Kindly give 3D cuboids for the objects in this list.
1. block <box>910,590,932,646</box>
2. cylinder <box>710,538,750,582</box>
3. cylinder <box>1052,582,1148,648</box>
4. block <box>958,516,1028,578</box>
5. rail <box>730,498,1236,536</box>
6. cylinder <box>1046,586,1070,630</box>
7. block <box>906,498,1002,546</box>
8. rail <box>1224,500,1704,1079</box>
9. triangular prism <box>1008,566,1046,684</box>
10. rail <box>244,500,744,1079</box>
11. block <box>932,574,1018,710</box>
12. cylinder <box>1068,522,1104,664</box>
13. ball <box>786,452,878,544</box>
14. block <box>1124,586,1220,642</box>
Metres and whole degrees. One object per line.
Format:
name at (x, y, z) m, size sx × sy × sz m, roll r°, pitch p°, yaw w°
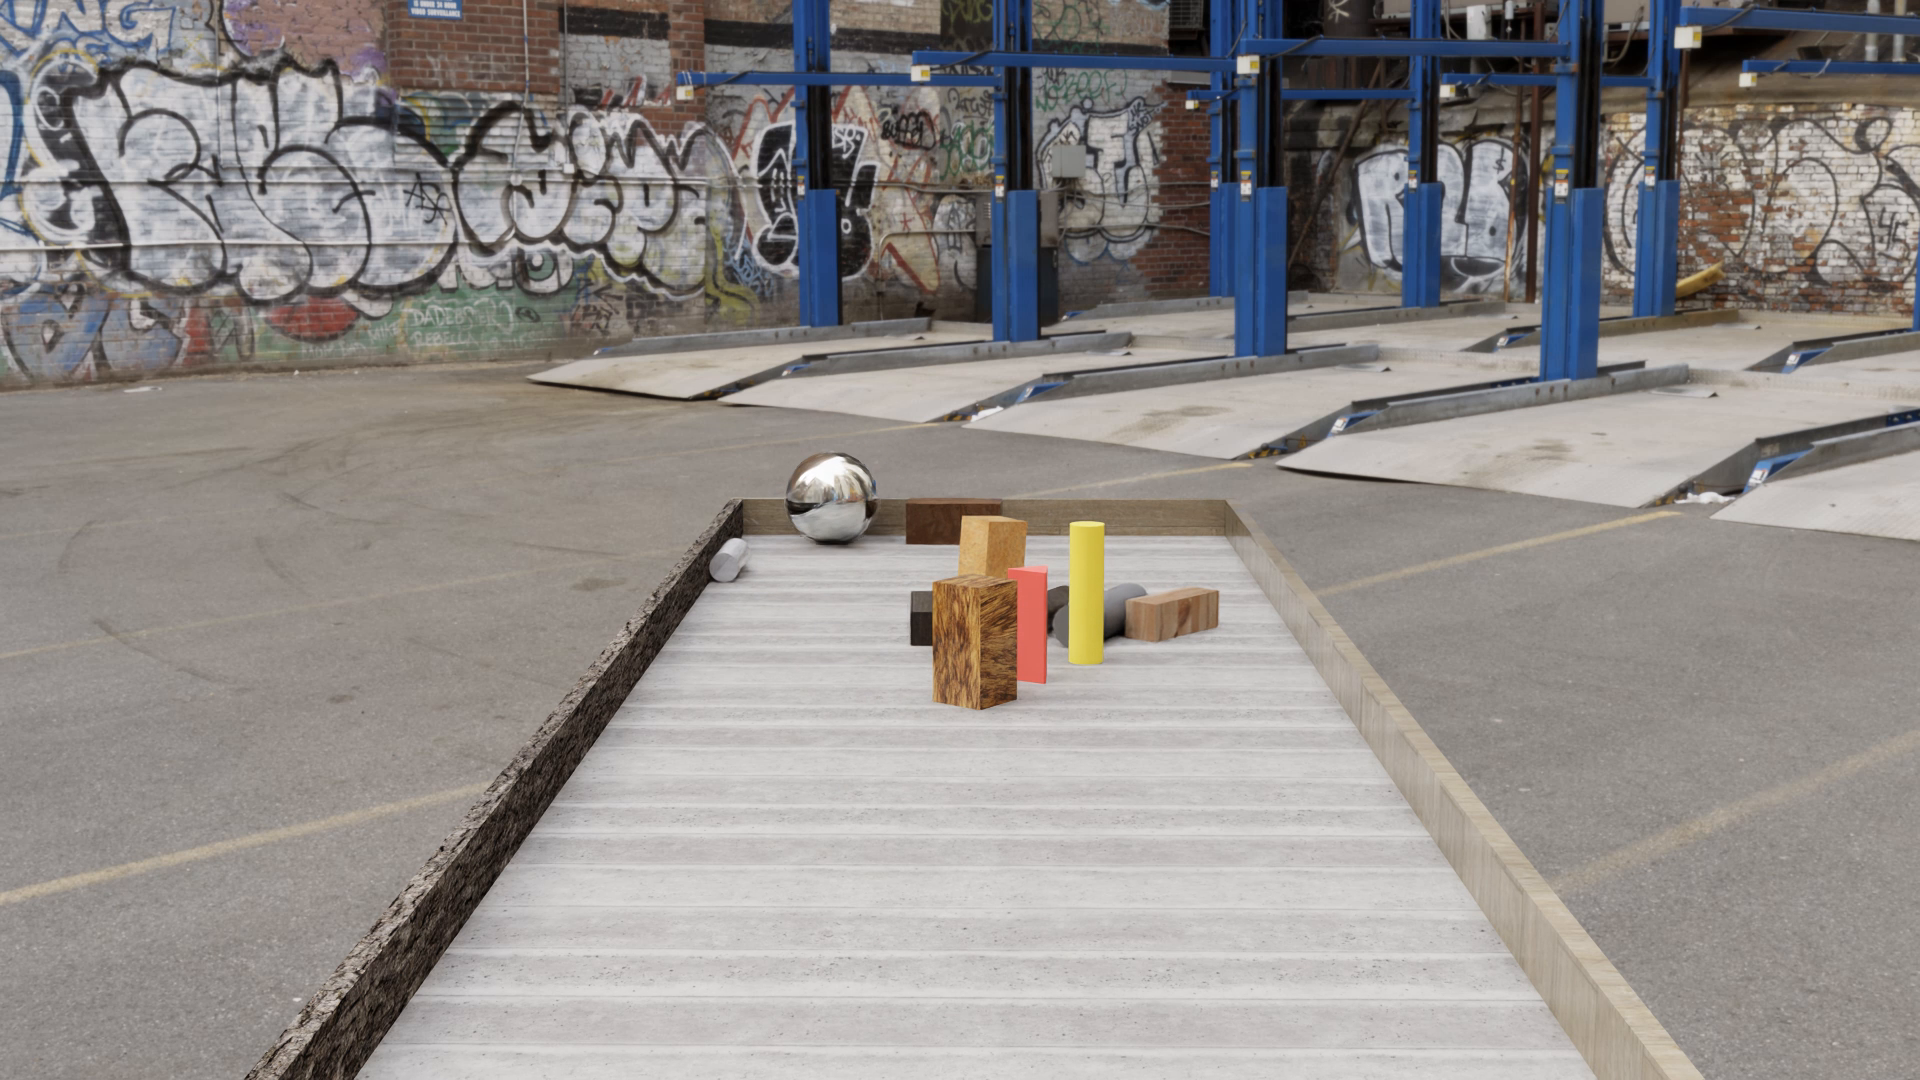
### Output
block at (-0.105, 0.250, 7.085) m, size 0.108 × 0.108 × 0.373 m, roll 0°, pitch 9°, yaw -1°
cylinder at (-0.858, 0.073, 8.199) m, size 0.109 × 0.109 × 0.346 m, roll 0°, pitch 9°, yaw 1°
cylinder at (0.458, 0.239, 7.048) m, size 0.141 × 0.141 × 0.446 m, roll 5°, pitch 10°, yaw 28°
block at (0.099, 0.108, 7.147) m, size 0.153 × 0.357 × 0.153 m, roll 0°, pitch 7°, yaw -35°
rail at (0.099, -0.098, 9.147) m, size 2.100 × 0.150 × 0.050 m, roll 0°, pitch 9°, yaw 1°
cylinder at (0.274, 0.232, 7.160) m, size 0.120 × 0.120 × 0.331 m, roll 5°, pitch 10°, yaw 27°
block at (-0.022, -0.076, 8.951) m, size 0.382 × 0.168 × 0.168 m, roll 1°, pitch 9°, yaw 5°
rail at (1.046, 0.843, 3.208) m, size 0.050 × 0.150 × 12.000 m, roll 0°, pitch 9°, yaw 1°
triangular prism at (0.222, 0.243, 6.432) m, size 0.129 × 0.327 × 0.112 m, roll 6°, pitch 11°, yaw 33°
rail at (-1.004, 0.839, 3.234) m, size 0.050 × 0.150 × 12.000 m, roll 0°, pitch 9°, yaw 1°
block at (0.042, 0.282, 6.142) m, size 0.168 × 0.341 × 0.168 m, roll 7°, pitch 11°, yaw 38°
cylinder at (0.383, 0.160, 6.655) m, size 0.105 × 0.421 × 0.105 m, roll 0°, pitch 9°, yaw 0°
ball at (-0.518, -0.171, 8.887) m, size 0.375 × 0.375 × 0.375 m, roll 0°, pitch 9°, yaw 0°
block at (0.688, 0.238, 7.117) m, size 0.122 × 0.122 × 0.342 m, roll 8°, pitch 12°, yaw 42°
